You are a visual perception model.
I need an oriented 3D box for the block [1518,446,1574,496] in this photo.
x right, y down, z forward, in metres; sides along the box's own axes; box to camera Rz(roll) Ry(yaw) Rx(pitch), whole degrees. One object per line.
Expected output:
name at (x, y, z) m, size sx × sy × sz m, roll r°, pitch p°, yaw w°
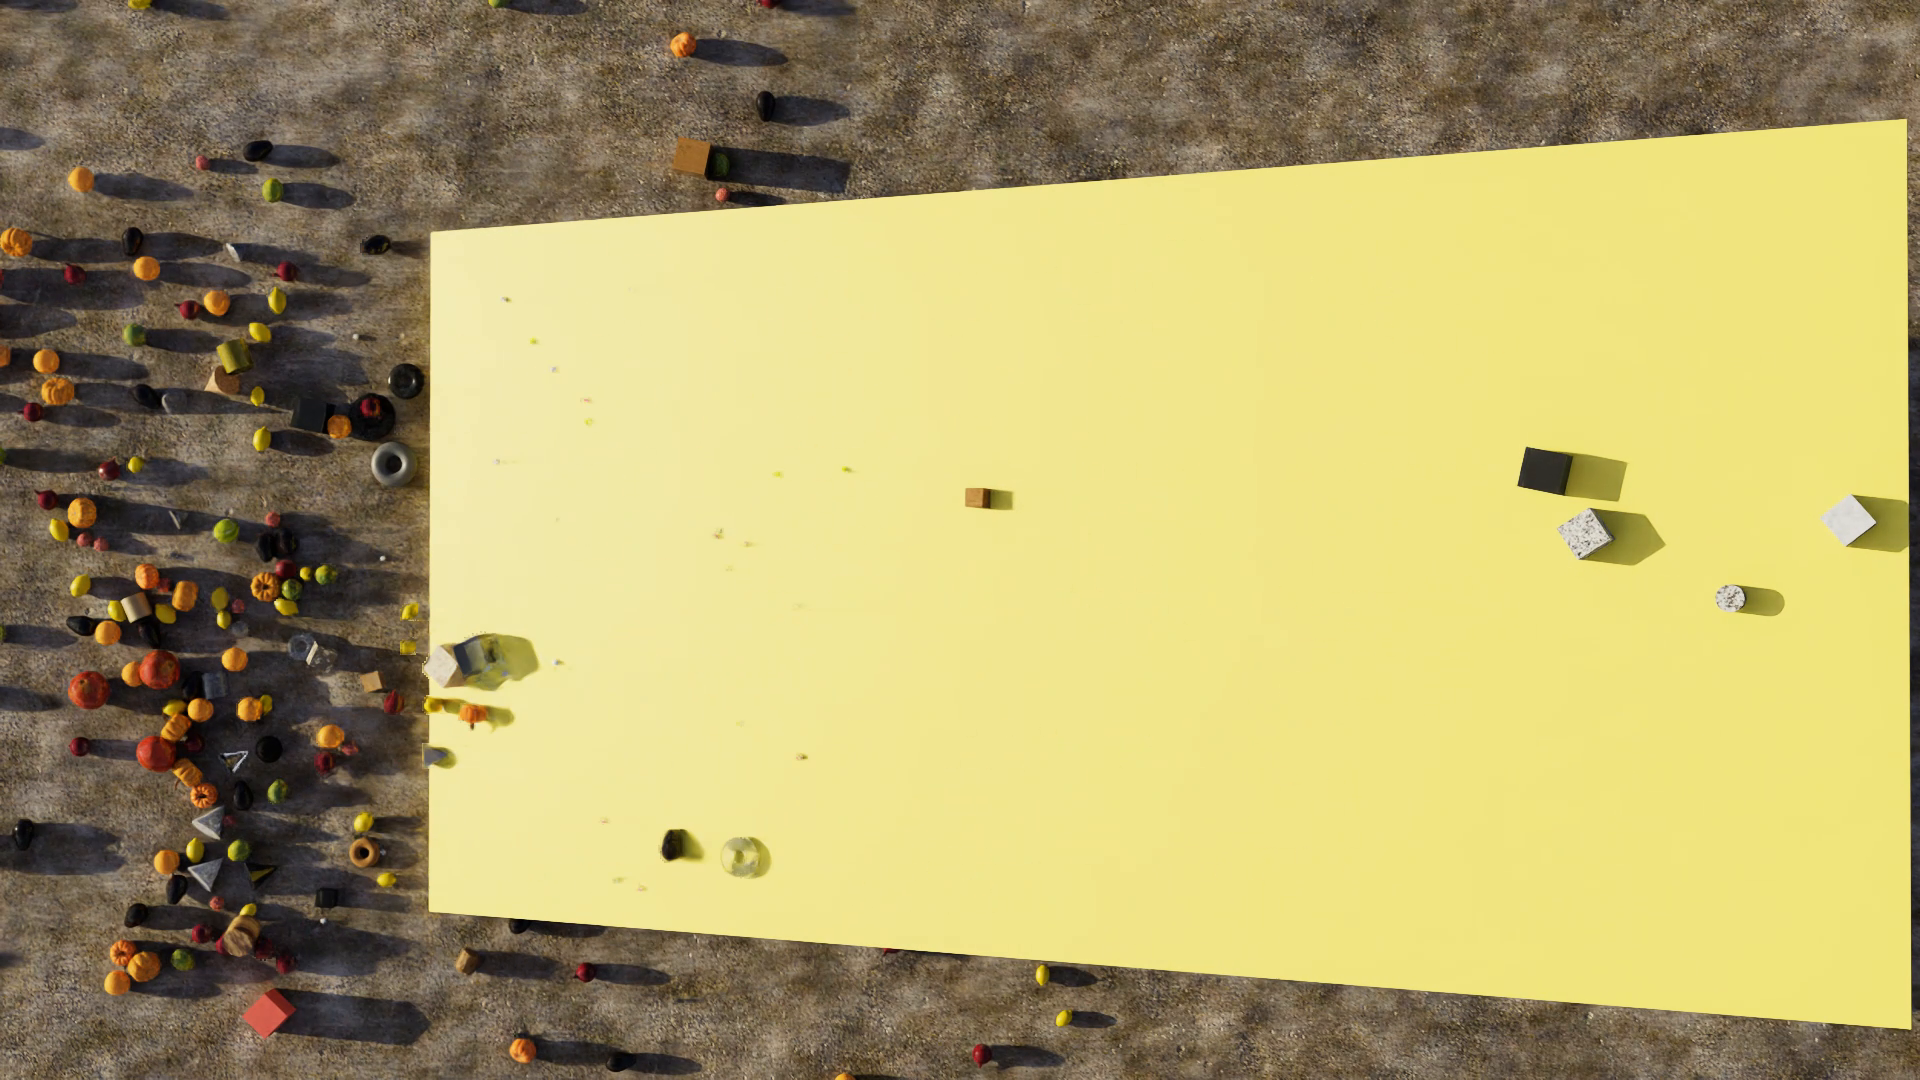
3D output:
block at (1.360, -0.160, 5.111) m, size 0.094 × 0.094 × 0.094 m, roll 14°, pitch 95°, yaw 24°

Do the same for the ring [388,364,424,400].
ring at (-1.652, -0.473, 6.557) m, size 0.109 × 0.036 × 0.109 m, roll 0°, pitch 89°, yaw -1°

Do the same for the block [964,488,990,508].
block at (0.046, -0.110, 5.727) m, size 0.050 × 0.050 × 0.050 m, roll 2°, pitch 90°, yaw 24°

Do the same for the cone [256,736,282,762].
cone at (-2.062, 0.625, 6.522) m, size 0.081 × 0.081 × 0.081 m, roll 0°, pitch 89°, yaw 0°

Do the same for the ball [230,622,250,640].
ball at (-2.141, 0.269, 6.539) m, size 0.054 × 0.054 × 0.054 m, roll 0°, pitch 89°, yaw 0°

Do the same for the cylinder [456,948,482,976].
cylinder at (-1.459, 1.252, 6.526) m, size 0.058 × 0.058 × 0.058 m, roll 28°, pitch 89°, yaw 0°

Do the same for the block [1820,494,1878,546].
block at (1.958, -0.043, 4.846) m, size 0.083 × 0.083 × 0.083 m, roll -42°, pitch 74°, yaw 18°

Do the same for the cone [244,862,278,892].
cone at (-2.068, 0.986, 6.537) m, size 0.092 × 0.092 × 0.092 m, roll -19°, pitch 89°, yaw -27°

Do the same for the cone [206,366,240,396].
cone at (-2.219, -0.460, 6.553) m, size 0.095 × 0.095 × 0.095 m, roll -20°, pitch 89°, yaw 26°

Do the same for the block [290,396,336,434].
block at (-1.921, -0.369, 6.528) m, size 0.091 × 0.091 × 0.091 m, roll 12°, pitch 89°, yaw 0°

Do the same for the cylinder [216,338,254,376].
cylinder at (-2.151, -0.544, 6.534) m, size 0.085 × 0.085 × 0.085 m, roll -22°, pitch 89°, yaw 0°

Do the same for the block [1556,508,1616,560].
block at (1.445, -0.014, 5.075) m, size 0.087 × 0.087 × 0.087 m, roll -36°, pitch 76°, yaw 20°

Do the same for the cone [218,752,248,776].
cone at (-2.152, 0.649, 6.544) m, size 0.080 × 0.080 × 0.080 m, roll -31°, pitch 89°, yaw -27°

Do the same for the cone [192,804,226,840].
cone at (-2.213, 0.824, 6.538) m, size 0.096 × 0.096 × 0.096 m, roll 31°, pitch 63°, yaw 0°

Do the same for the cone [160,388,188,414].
cone at (-2.351, -0.416, 6.534) m, size 0.082 × 0.082 × 0.082 m, roll 0°, pitch 89°, yaw 0°

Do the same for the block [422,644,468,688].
block at (-1.480, 0.365, 6.388) m, size 0.091 × 0.091 × 0.091 m, roll 39°, pitch 104°, yaw 20°

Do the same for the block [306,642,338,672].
block at (-1.893, 0.347, 6.523) m, size 0.063 × 0.063 × 0.063 m, roll 26°, pitch 89°, yaw -26°

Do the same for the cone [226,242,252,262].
cone at (-2.143, -0.873, 6.565) m, size 0.064 × 0.064 × 0.064 m, roll -36°, pitch 89°, yaw -27°

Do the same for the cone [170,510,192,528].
cone at (-2.315, -0.073, 6.557) m, size 0.059 × 0.059 × 0.059 m, roll -30°, pitch 89°, yaw -27°

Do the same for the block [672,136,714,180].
block at (-0.792, -1.134, 6.535) m, size 0.095 × 0.095 × 0.095 m, roll 12°, pitch 89°, yaw 0°

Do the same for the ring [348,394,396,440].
ring at (-1.751, -0.368, 6.551) m, size 0.139 × 0.046 × 0.139 m, roll 0°, pitch 89°, yaw -1°

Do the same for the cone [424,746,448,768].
cone at (-1.531, 0.632, 6.441) m, size 0.066 × 0.066 × 0.066 m, roll -3°, pitch 89°, yaw -3°

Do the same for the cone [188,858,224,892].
cone at (-2.225, 0.976, 6.536) m, size 0.096 × 0.096 × 0.096 m, roll 45°, pitch 63°, yaw 0°

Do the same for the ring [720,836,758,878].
ring at (-0.603, 0.868, 6.016) m, size 0.113 × 0.038 × 0.113 m, roll 0°, pitch 90°, yaw 23°

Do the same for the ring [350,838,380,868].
ring at (-1.772, 0.930, 6.544) m, size 0.089 × 0.030 × 0.089 m, roll 0°, pitch 91°, yaw 0°

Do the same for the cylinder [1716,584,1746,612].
cylinder at (1.737, 0.131, 4.955) m, size 0.062 × 0.062 × 0.062 m, roll 0°, pitch 89°, yaw 24°

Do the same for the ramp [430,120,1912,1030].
ramp at (0.283, 0.083, 5.701) m, size 4.000 × 0.100 × 2.000 m, roll 0°, pitch 89°, yaw 24°

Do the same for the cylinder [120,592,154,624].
cylinder at (-2.444, 0.201, 6.531) m, size 0.072 × 0.072 × 0.072 m, roll -30°, pitch 100°, yaw 0°

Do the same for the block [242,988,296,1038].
block at (-2.043, 1.400, 6.506) m, size 0.094 × 0.094 × 0.094 m, roll 44°, pitch 90°, yaw 0°

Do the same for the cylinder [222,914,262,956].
cylinder at (-2.122, 1.168, 6.498) m, size 0.088 × 0.088 × 0.088 m, roll 1°, pitch 113°, yaw 2°

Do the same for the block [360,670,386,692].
block at (-1.744, 0.421, 6.538) m, size 0.052 × 0.052 × 0.052 m, roll -18°, pitch 89°, yaw 0°

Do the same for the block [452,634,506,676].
block at (-1.386, 0.332, 6.345) m, size 0.093 × 0.093 × 0.093 m, roll -26°, pitch 79°, yaw 22°

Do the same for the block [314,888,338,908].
block at (-1.881, 1.063, 6.531) m, size 0.051 × 0.051 × 0.051 m, roll 5°, pitch 89°, yaw 0°

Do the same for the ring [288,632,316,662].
ring at (-1.961, 0.317, 6.552) m, size 0.088 × 0.029 × 0.088 m, roll 0°, pitch 90°, yaw -1°

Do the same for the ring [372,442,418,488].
ring at (-1.684, -0.226, 6.550) m, size 0.137 × 0.046 × 0.137 m, roll 0°, pitch 90°, yaw -1°
